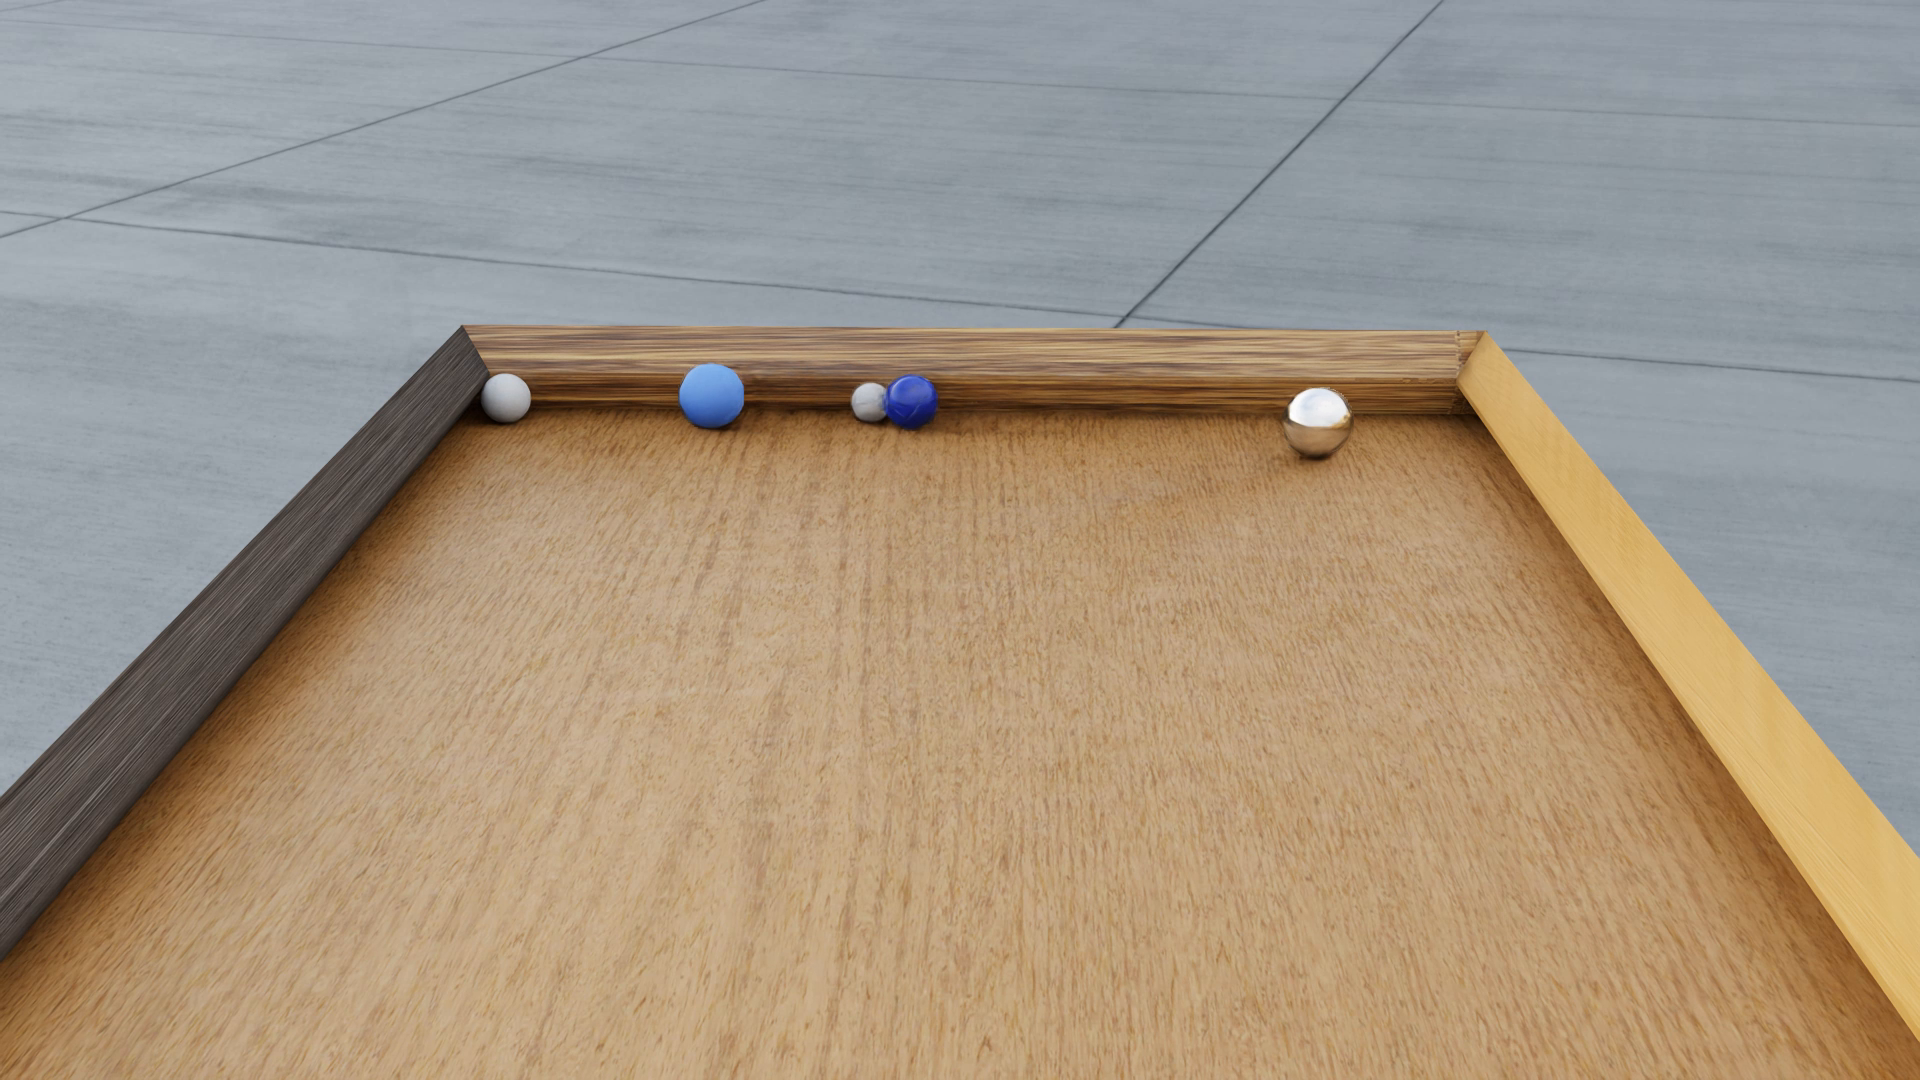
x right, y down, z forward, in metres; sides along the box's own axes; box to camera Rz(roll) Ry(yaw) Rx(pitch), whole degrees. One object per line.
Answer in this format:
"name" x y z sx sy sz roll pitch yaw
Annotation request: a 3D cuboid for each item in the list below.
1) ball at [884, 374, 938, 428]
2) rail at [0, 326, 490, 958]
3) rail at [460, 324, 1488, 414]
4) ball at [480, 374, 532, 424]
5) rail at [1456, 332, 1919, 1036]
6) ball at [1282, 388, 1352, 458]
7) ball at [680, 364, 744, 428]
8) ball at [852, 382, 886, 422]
"ball" -0.065 -0.185 2.941 0.072 0.072 0.072 0 20 0
"rail" -0.690 0.187 1.825 0.045 0.116 2.551 0 20 1
"rail" 0.015 -0.226 2.989 1.396 0.116 0.045 0 20 1
"ball" -0.613 -0.191 2.966 0.067 0.067 0.067 0 20 0
"rail" 0.659 0.198 1.795 0.045 0.116 2.551 0 20 1
"ball" 0.458 -0.150 2.818 0.089 0.089 0.089 0 20 0
"ball" -0.332 -0.193 2.942 0.086 0.086 0.086 0 20 0
"ball" -0.120 -0.186 2.971 0.053 0.053 0.053 0 20 0
